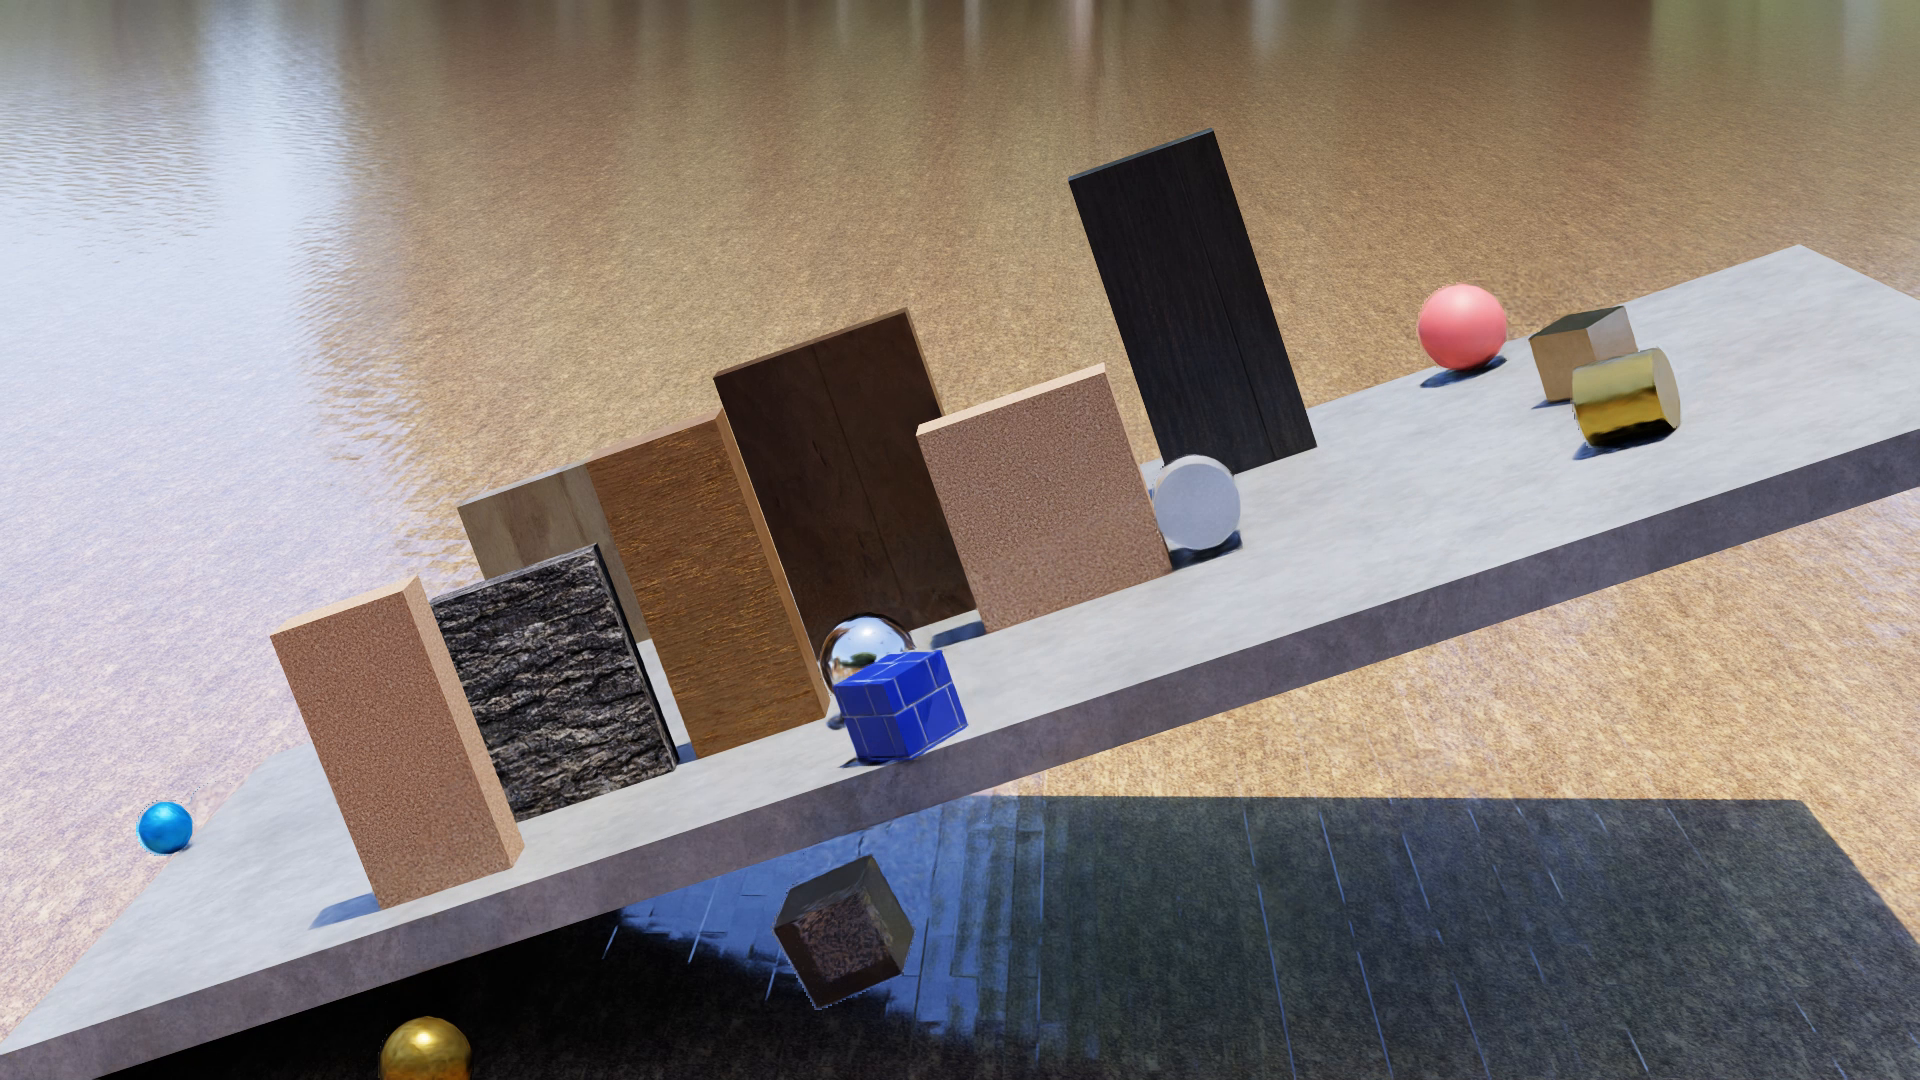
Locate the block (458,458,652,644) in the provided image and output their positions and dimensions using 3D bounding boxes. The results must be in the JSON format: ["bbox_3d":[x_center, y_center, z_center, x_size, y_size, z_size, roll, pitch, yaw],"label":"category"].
[{"bbox_3d":[-0.954,0.058,7.256,0.419,0.463,0.098,-18,11,6],"label":"block"}]

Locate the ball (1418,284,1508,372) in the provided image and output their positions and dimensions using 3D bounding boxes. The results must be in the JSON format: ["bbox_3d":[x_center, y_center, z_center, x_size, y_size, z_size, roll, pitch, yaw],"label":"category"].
[{"bbox_3d":[1.186,-0.500,6.937,0.205,0.205,0.205,0,12,0],"label":"ball"}]

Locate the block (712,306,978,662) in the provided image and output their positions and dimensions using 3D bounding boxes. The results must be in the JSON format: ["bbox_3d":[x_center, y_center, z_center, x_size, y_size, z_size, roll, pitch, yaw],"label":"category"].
[{"bbox_3d":[-0.210,-0.117,6.312,0.433,0.656,0.087,-18,11,6],"label":"block"}]

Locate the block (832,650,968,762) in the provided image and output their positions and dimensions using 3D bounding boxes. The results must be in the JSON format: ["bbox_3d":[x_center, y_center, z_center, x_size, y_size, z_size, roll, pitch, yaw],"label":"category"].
[{"bbox_3d":[-0.110,0.306,5.405,0.151,0.151,0.151,-28,14,-38],"label":"block"}]

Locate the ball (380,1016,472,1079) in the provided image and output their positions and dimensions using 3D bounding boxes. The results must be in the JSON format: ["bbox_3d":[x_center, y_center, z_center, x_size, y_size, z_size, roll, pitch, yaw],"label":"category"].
[{"bbox_3d":[-0.954,0.936,5.263,0.163,0.163,0.163,0,12,0],"label":"ball"}]

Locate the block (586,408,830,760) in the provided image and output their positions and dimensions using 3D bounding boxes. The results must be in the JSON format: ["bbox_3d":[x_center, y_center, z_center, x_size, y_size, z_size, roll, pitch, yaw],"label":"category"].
[{"bbox_3d":[-0.498,0.087,5.864,0.272,0.637,0.133,-18,11,6],"label":"block"}]

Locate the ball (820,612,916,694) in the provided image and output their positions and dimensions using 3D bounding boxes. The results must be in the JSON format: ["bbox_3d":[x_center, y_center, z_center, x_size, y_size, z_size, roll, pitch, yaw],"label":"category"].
[{"bbox_3d":[-0.178,0.237,5.755,0.190,0.190,0.190,0,12,0],"label":"ball"}]

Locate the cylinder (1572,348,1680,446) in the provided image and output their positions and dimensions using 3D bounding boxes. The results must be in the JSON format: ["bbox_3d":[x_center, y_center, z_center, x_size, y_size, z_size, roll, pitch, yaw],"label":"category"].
[{"bbox_3d":[1.306,-0.280,5.766,0.163,0.163,0.163,-14,5,28],"label":"cylinder"}]

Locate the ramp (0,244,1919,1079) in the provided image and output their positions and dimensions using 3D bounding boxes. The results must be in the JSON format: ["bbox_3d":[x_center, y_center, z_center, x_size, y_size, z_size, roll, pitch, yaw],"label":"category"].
[{"bbox_3d":[0.110,0.179,6.302,4.000,0.100,2.000,-18,11,6],"label":"ramp"}]

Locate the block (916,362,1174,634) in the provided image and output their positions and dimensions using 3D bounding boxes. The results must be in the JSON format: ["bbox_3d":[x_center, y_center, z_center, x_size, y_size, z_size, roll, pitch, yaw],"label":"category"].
[{"bbox_3d":[0.176,-0.086,6.056,0.405,0.439,0.126,-18,11,6],"label":"block"}]

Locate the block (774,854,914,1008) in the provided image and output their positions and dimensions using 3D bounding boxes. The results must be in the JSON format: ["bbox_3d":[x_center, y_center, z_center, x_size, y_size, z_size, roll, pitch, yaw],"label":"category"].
[{"bbox_3d":[-0.204,0.693,5.224,0.168,0.168,0.168,-25,13,14],"label":"block"}]

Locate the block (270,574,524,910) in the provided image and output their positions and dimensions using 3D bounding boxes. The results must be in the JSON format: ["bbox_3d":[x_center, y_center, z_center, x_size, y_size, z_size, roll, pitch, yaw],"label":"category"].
[{"bbox_3d":[-1.063,0.385,5.578,0.269,0.568,0.132,-18,11,6],"label":"block"}]

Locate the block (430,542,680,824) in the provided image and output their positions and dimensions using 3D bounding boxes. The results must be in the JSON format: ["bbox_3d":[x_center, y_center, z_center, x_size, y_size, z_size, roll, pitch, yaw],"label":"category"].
[{"bbox_3d":[-0.811,0.288,5.863,0.354,0.472,0.086,-18,11,6],"label":"block"}]

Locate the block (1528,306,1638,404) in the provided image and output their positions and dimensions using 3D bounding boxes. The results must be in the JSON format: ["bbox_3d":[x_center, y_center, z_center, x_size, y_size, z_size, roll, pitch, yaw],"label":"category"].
[{"bbox_3d":[1.342,-0.397,6.303,0.152,0.152,0.152,-29,14,-40],"label":"block"}]

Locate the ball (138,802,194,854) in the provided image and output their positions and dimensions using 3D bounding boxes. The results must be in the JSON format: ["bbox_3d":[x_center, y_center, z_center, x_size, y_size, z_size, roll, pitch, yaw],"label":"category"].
[{"bbox_3d":[-1.817,0.659,6.730,0.120,0.120,0.120,0,12,0],"label":"ball"}]

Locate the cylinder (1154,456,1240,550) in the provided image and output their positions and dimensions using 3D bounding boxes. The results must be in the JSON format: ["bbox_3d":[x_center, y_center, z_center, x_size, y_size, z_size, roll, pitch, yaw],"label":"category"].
[{"bbox_3d":[0.490,-0.079,6.084,0.177,0.177,0.177,1,7,4],"label":"cylinder"}]

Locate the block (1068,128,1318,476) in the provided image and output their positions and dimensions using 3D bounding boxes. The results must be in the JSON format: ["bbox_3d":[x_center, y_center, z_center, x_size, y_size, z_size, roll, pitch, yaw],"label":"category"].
[{"bbox_3d":[0.532,-0.521,6.715,0.344,0.759,0.106,-18,11,6],"label":"block"}]
